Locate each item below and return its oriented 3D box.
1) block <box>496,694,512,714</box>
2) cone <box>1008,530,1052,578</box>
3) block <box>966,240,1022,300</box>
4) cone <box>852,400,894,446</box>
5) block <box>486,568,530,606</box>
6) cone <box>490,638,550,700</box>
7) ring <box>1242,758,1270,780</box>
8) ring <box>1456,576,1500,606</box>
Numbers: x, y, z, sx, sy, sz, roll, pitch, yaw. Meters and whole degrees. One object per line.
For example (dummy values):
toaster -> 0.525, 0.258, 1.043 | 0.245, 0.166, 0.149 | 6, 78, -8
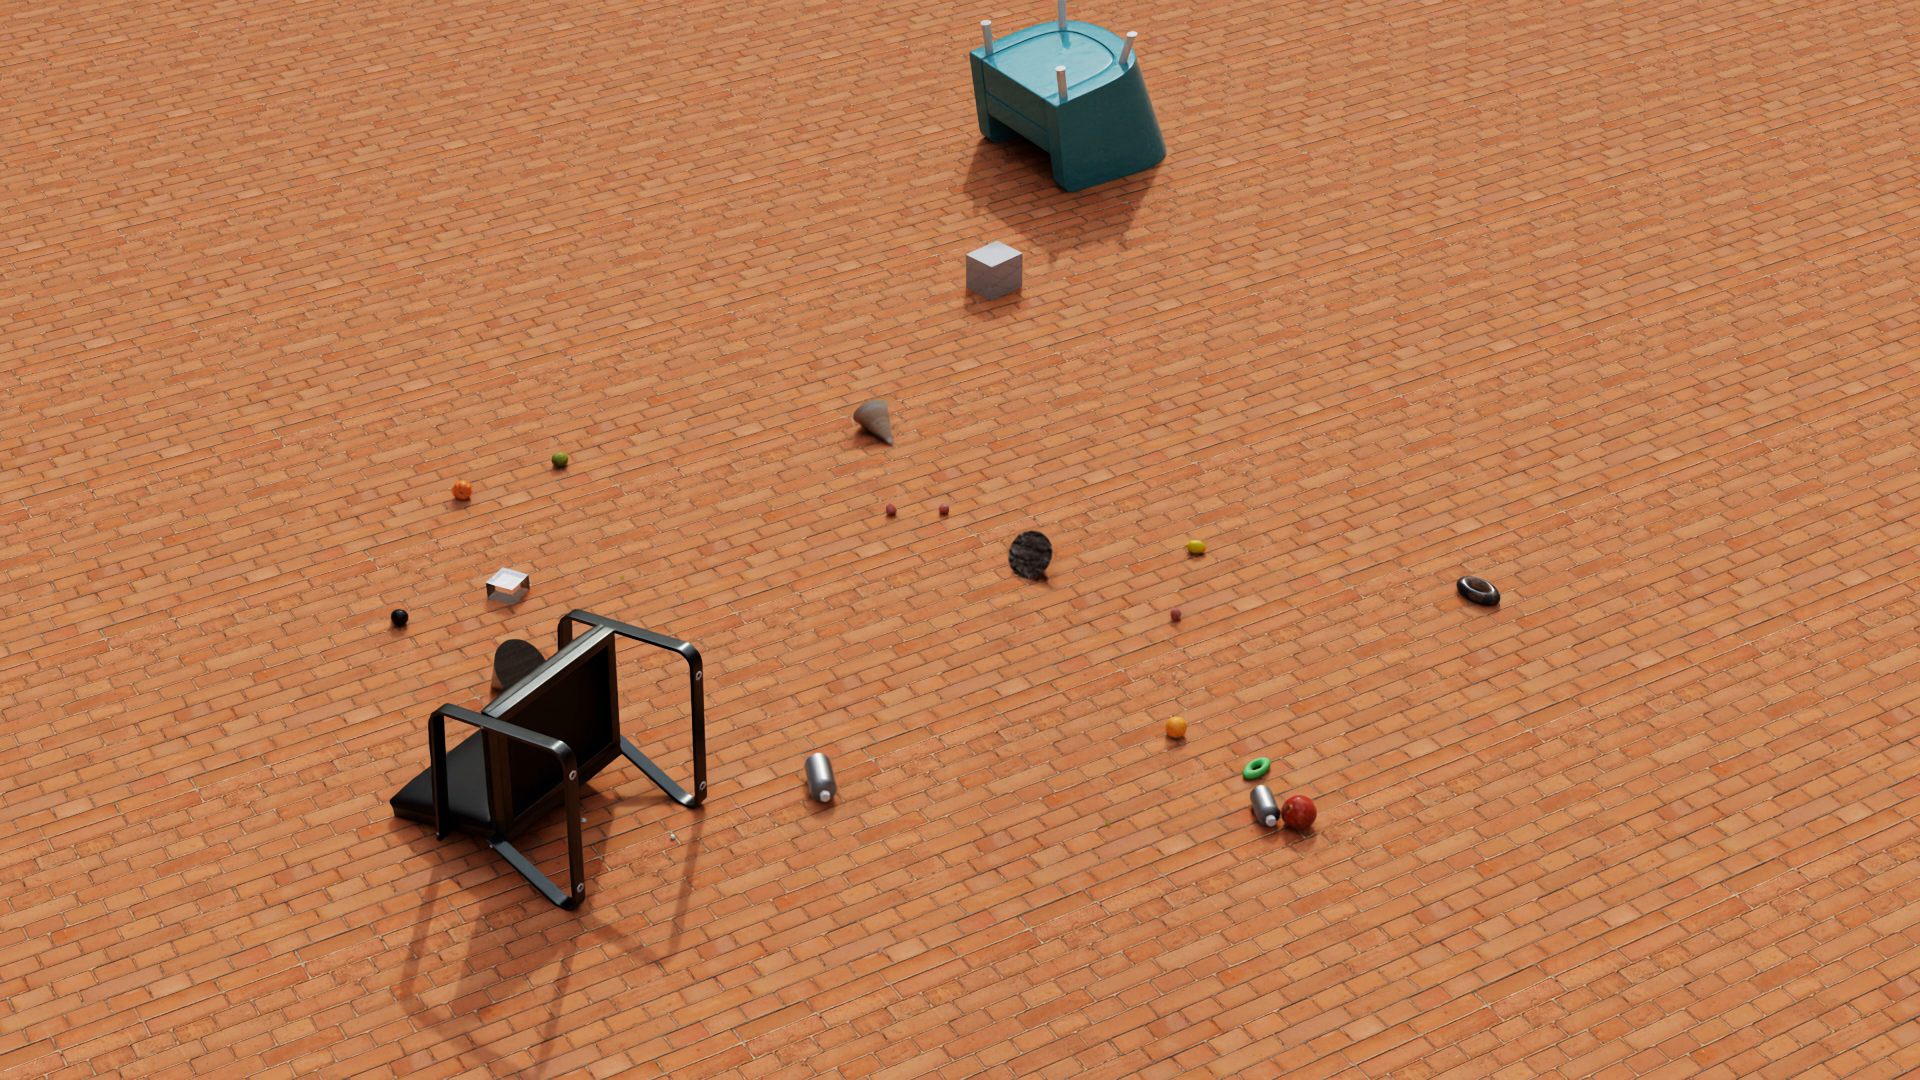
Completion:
block -> -1.566, 0.565, 10.062 | 0.045, 0.027, 0.076 | 1, 33, 1
cone -> 0.281, 0.065, 10.785 | 0.185, 0.178, 0.097 | 19, -5, 34
block -> 0.146, -1.153, 12.547 | 0.184, 0.162, 0.157 | -28, 42, -35
cone -> -0.308, -0.436, 11.549 | 0.161, 0.130, 0.201 | -5, 49, -38
block -> -1.638, 0.168, 10.629 | 0.111, 0.067, 0.110 | 15, 36, 21
cone -> -1.568, 0.478, 10.132 | 0.156, 0.226, 0.291 | -29, -2, 27
ring -> 0.988, 0.761, 9.762 | 0.066, 0.031, 0.126 | 29, 43, 34
ring -> 1.878, 0.185, 10.620 | 0.110, 0.050, 0.184 | -28, 43, -34
